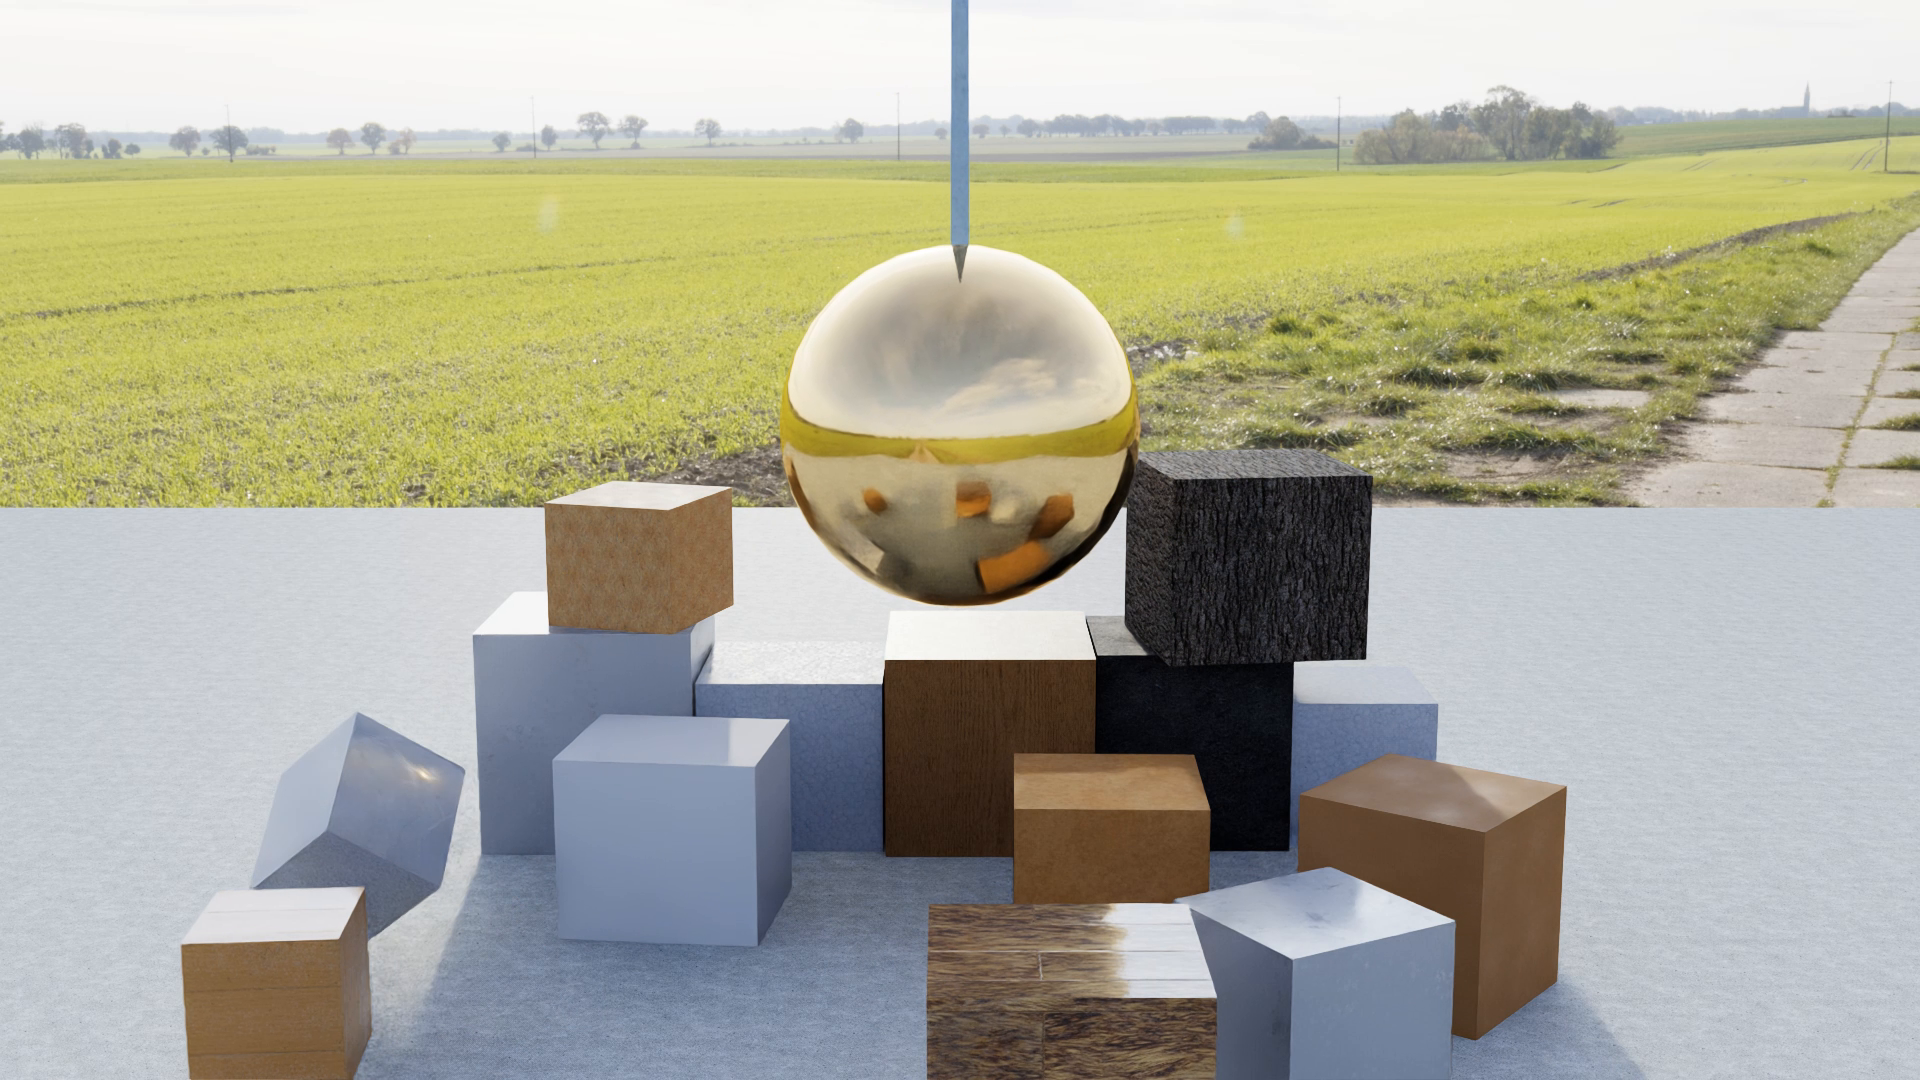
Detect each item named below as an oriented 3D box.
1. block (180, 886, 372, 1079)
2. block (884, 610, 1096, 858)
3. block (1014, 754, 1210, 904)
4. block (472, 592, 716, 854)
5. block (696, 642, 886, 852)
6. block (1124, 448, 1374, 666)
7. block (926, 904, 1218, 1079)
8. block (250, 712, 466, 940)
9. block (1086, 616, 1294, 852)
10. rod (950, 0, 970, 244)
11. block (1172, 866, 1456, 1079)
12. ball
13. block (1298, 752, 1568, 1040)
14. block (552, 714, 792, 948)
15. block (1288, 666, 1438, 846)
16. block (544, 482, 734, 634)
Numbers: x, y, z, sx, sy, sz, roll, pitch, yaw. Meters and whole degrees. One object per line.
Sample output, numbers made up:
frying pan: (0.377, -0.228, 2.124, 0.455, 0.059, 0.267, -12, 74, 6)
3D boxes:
block: (-2.598, 1.720, 8.408, 0.566, 0.607, 0.579, -1, 10, -5)
block: (0.146, 0.977, 11.377, 1.033, 1.007, 1.126, 0, 10, 0)
block: (0.653, 1.415, 9.781, 0.829, 0.716, 0.857, 0, 10, 1)
block: (-1.849, 0.921, 11.356, 1.066, 1.124, 1.029, 0, 10, 0)
block: (-0.845, 1.050, 11.378, 0.923, 0.862, 0.928, 0, 10, 0)
block: (1.423, 0.065, 11.036, 0.987, 0.908, 0.945, -1, 10, -9)
block: (0.343, 1.777, 7.274, 0.896, 0.900, 0.849, 0, 10, 0)
block: (-2.631, 1.269, 9.635, 0.570, 0.612, 0.646, 35, 36, -29)
block: (1.157, 0.979, 11.363, 0.968, 1.007, 0.920, 0, 10, 0)
rod: (0.000, -3.896, 9.879, 0.080, 5.200, 0.080, 0, -3, 0)
block: (1.269, 1.713, 7.989, 0.735, 0.772, 0.692, -6, 12, -30)
ball: (0.000, -0.499, 9.720, 1.600, 1.600, 1.600, 0, 10, 0)
block: (1.960, 1.456, 9.163, 0.817, 0.857, 0.791, 8, 13, 37)
block: (-1.294, 1.310, 10.060, 0.904, 0.824, 0.794, 1, 10, 7)
block: (2.016, 1.109, 11.398, 0.731, 0.740, 0.777, 0, 10, 0)
block: (-1.612, 0.077, 11.129, 0.676, 0.619, 0.739, 3, 11, 18)
